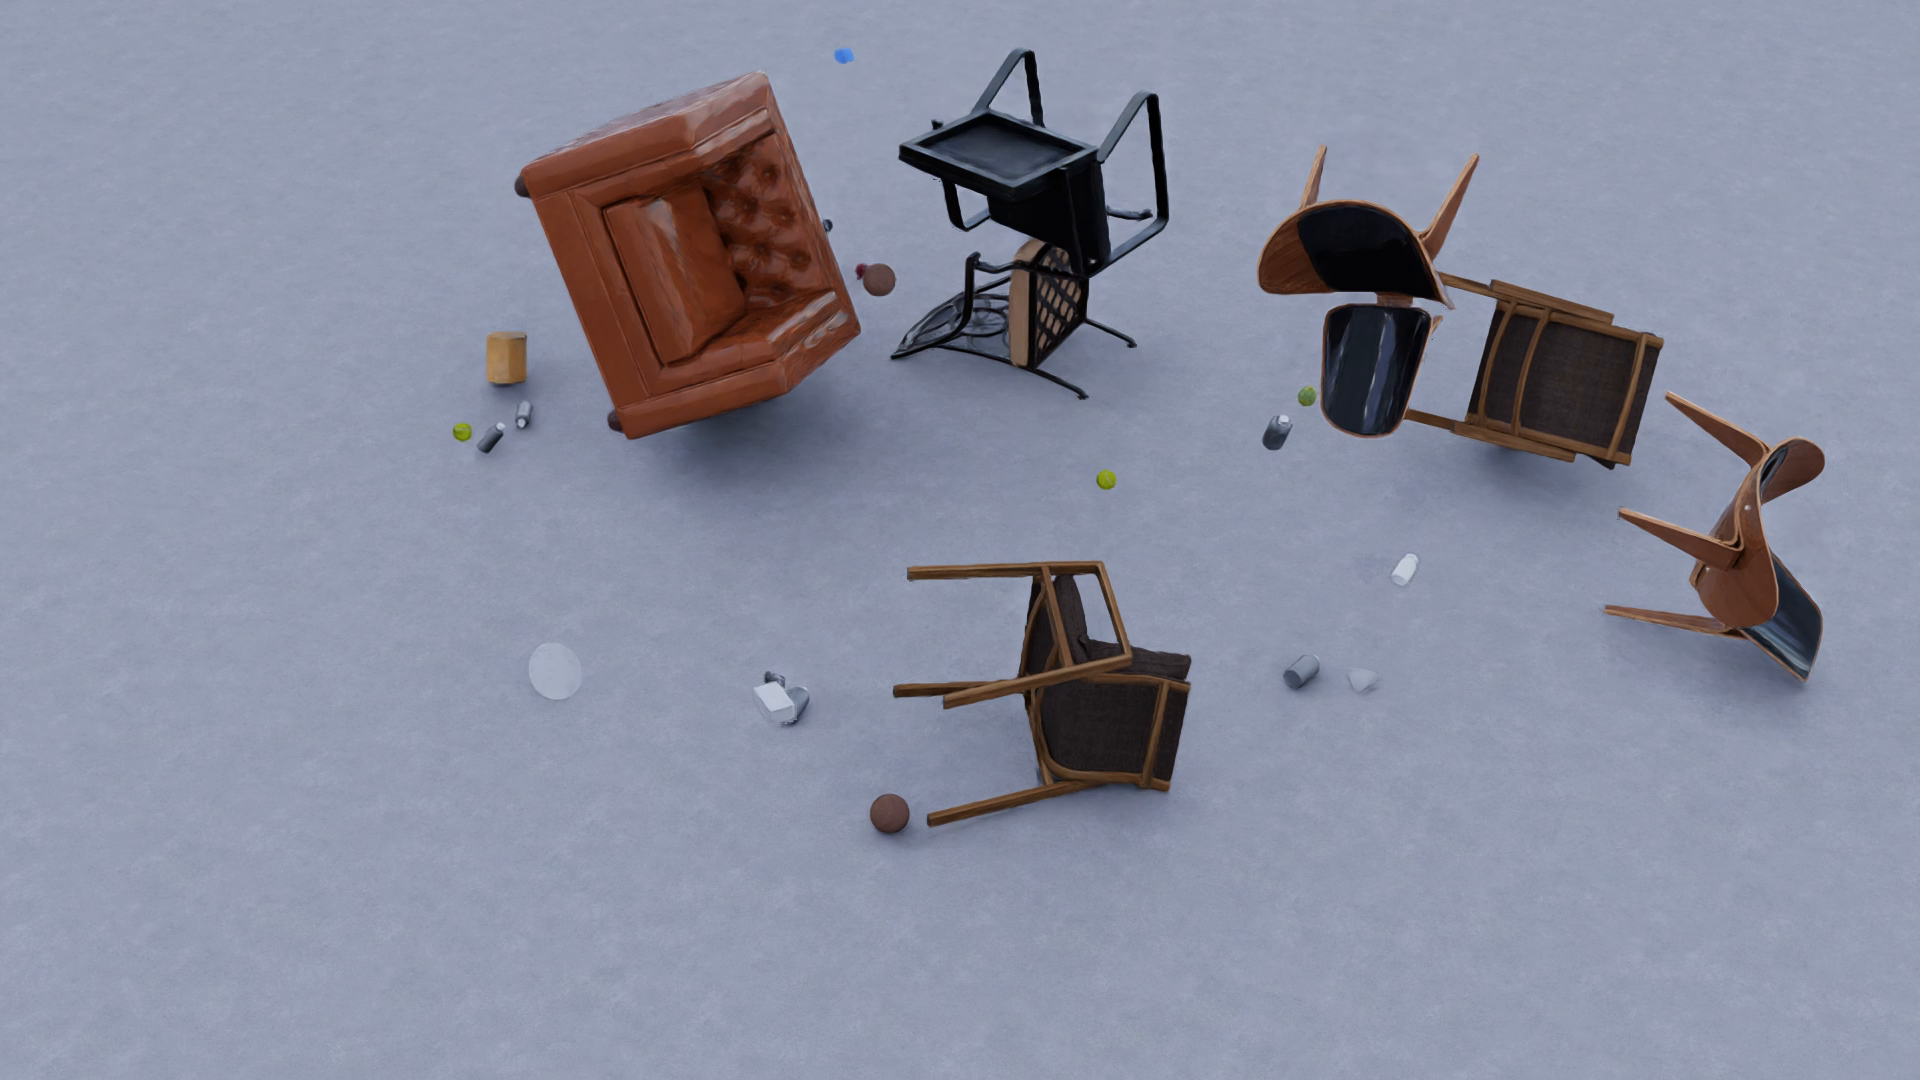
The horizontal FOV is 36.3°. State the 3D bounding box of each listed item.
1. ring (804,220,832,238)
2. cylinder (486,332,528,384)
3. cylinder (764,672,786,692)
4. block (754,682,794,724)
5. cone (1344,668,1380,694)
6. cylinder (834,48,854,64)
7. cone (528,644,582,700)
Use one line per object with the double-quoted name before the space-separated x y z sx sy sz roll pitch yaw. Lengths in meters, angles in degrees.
"ring" -0.575 -1.260 11.849 0.127 0.050 0.080 -15 15 17
"cylinder" -1.832 -0.741 11.858 0.152 0.180 0.185 8 15 22
"cylinder" -0.639 0.493 10.115 0.056 0.091 0.047 16 56 21
"block" -0.536 0.469 8.457 0.074 0.047 0.124 -16 38 -22
"cone" 1.382 0.496 10.146 0.119 0.076 0.140 24 -14 -26
"cylinder" -0.461 -1.927 11.666 0.053 0.050 0.062 -25 67 -40
"cone" -1.443 0.442 10.186 0.180 0.211 0.223 -42 22 -17
